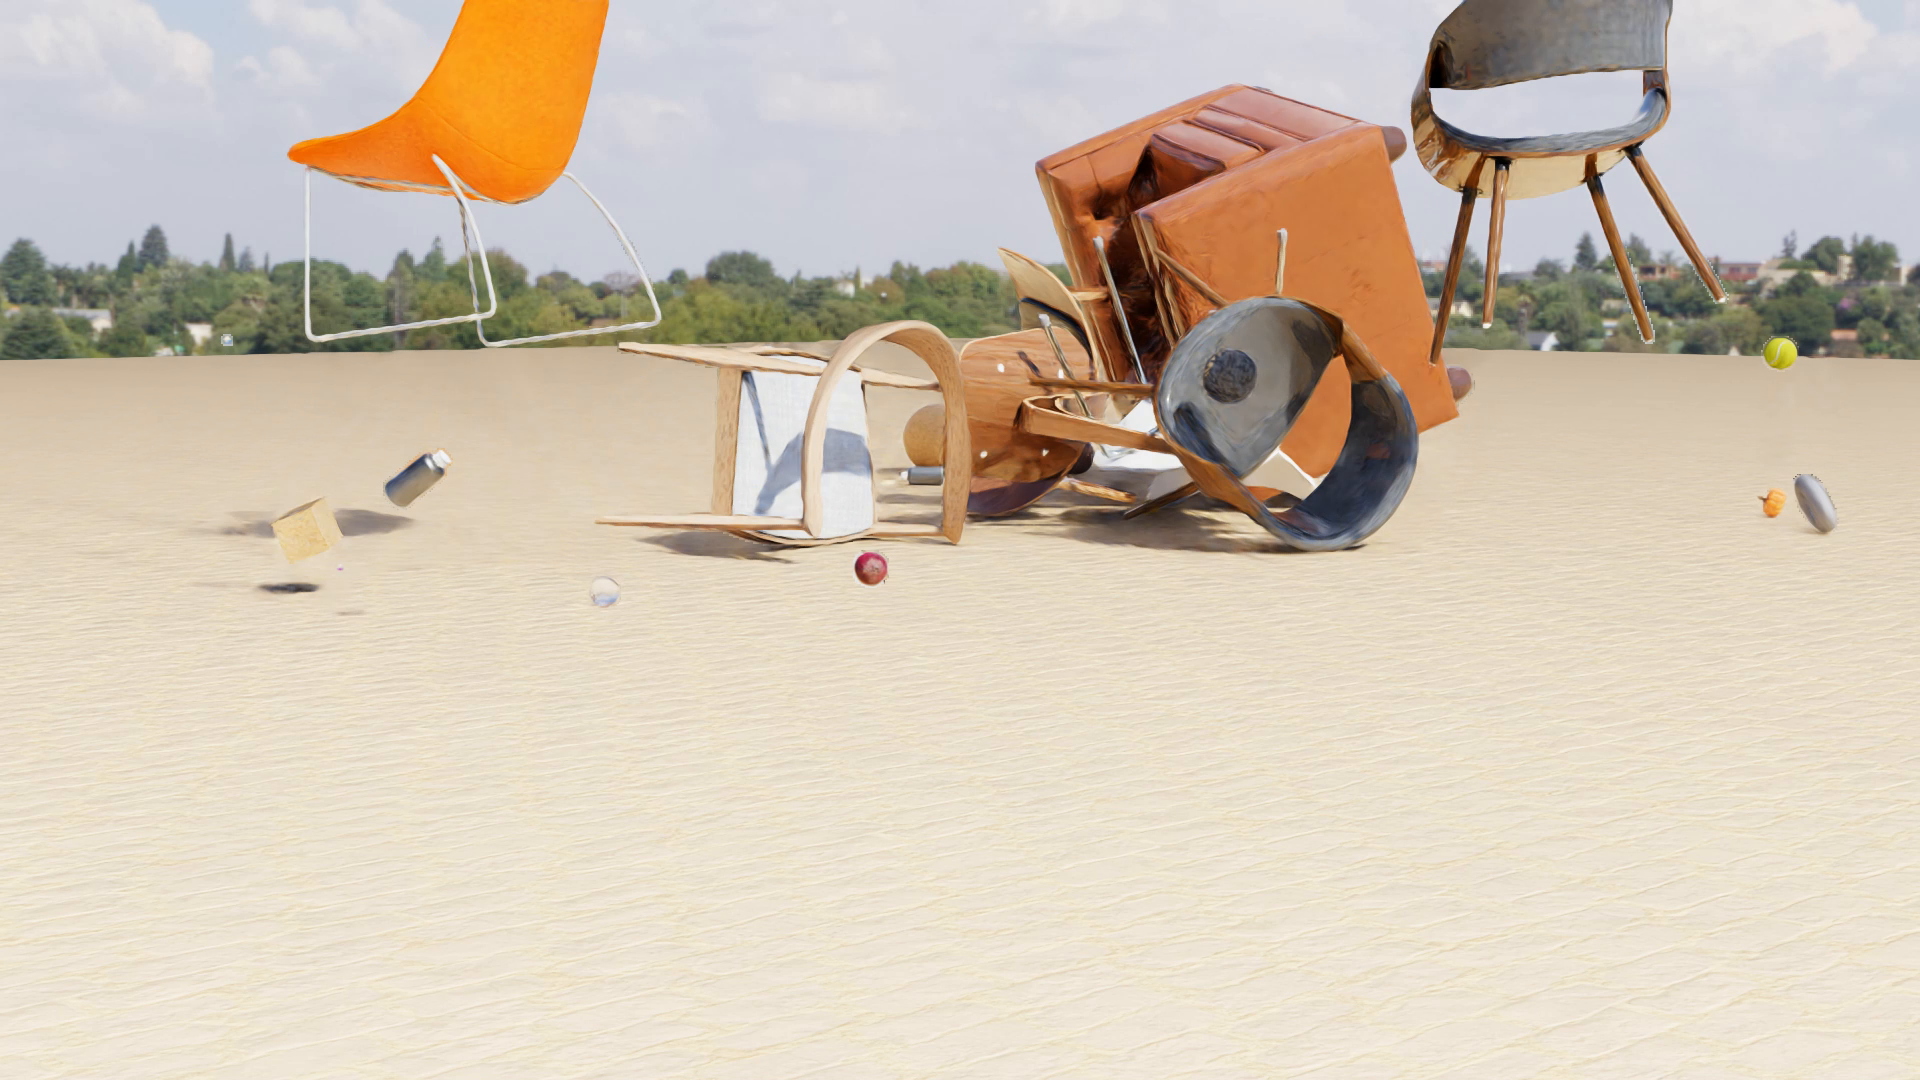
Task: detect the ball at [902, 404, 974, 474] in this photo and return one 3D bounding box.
[{"bbox_3d":[-0.073,-0.338,8.547,0.234,0.234,0.234,0,6,0],"label":"ball"}]

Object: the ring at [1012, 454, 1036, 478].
[{"bbox_3d":[0.211,-0.243,8.387,0.026,0.102,0.137,-41,14,-2],"label":"ring"}]

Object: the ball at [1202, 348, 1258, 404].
[{"bbox_3d":[0.636,-0.385,6.046,0.131,0.131,0.131,0,6,0],"label":"ball"}]

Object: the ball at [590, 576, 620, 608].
[{"bbox_3d":[-0.708,0.103,5.114,0.060,0.060,0.060,0,6,0],"label":"ball"}]

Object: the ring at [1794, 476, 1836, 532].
[{"bbox_3d":[2.212,-0.094,6.637,0.048,0.142,0.259,-21,14,9],"label":"ring"}]

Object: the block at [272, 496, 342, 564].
[{"bbox_3d":[-1.355,-0.020,5.327,0.088,0.093,0.134,-22,11,3],"label":"block"}]
